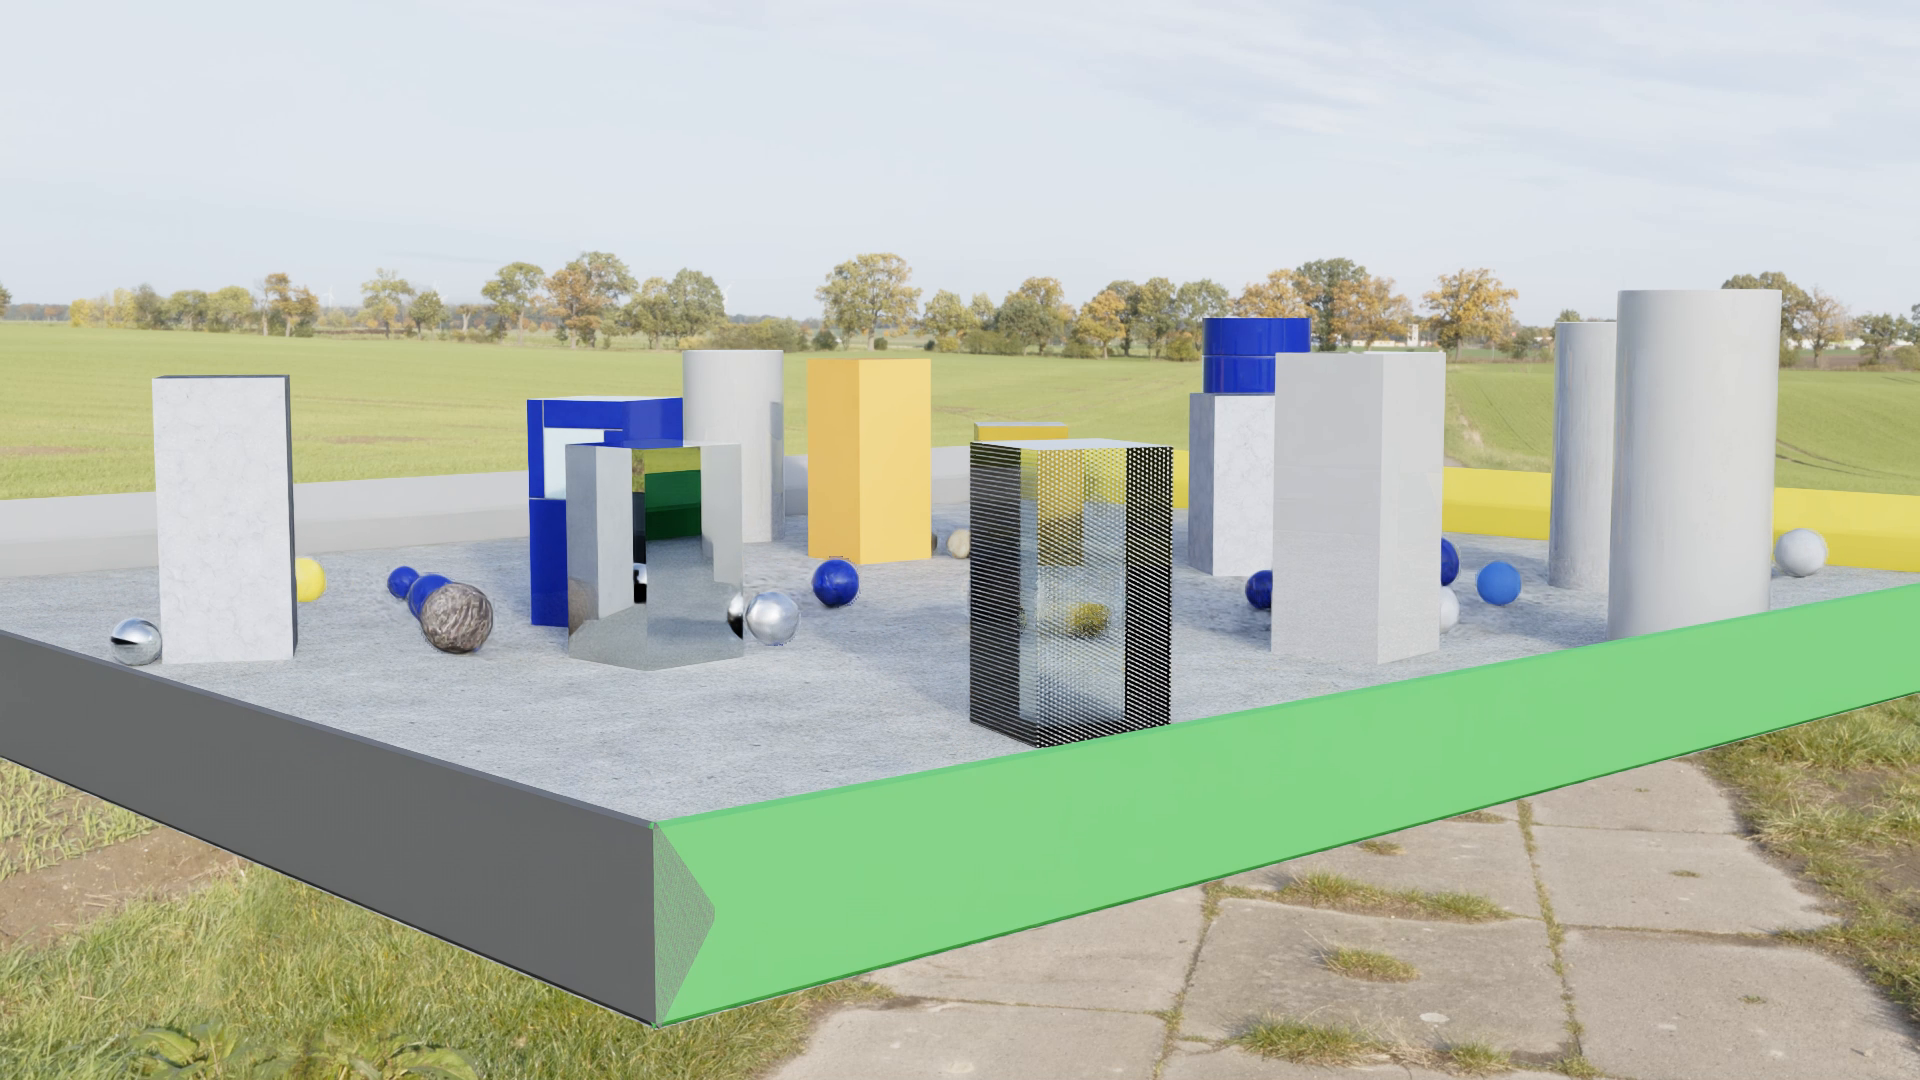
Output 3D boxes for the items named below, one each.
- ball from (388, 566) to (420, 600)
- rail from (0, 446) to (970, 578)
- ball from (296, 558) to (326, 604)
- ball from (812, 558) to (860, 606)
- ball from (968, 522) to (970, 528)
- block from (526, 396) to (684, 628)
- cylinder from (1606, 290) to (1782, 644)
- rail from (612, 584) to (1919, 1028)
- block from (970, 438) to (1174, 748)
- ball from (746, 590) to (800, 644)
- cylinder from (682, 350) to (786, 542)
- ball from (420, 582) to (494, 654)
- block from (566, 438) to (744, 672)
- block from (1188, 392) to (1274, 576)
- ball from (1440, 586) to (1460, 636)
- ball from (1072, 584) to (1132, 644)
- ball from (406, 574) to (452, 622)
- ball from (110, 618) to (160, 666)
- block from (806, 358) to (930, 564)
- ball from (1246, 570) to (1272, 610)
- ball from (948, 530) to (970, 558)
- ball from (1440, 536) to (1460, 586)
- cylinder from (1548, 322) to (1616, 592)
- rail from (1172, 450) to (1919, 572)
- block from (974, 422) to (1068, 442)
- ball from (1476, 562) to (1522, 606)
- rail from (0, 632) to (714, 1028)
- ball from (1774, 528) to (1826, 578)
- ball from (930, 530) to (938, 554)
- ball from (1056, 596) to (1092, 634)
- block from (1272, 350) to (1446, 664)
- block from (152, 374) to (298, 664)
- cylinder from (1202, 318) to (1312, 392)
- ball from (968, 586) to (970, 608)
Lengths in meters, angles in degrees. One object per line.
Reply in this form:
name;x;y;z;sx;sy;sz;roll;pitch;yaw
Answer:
ball;-0.859;0.066;3.401;0.052;0.052;0.052;0;6;0
rail;-0.886;-0.066;4.287;2.968;0.128;0.045;-5;8;-42
ball;-1.004;0.061;3.358;0.070;0.070;0.070;0;6;0
ball;-0.187;0.064;3.314;0.073;0.073;0.073;0;6;0
ball;0.045;-0.030;4.293;0.057;0.057;0.057;0;6;0
block;-0.505;-0.043;3.150;0.158;0.320;0.158;3;7;24
cylinder;0.937;-0.083;2.813;0.198;0.470;0.198;0;6;0
rail;0.886;0.133;2.377;2.968;0.128;0.045;-5;8;-42
block;0.116;0.050;2.333;0.158;0.304;0.158;-3;7;-25
ball;-0.242;0.100;2.845;0.070;0.070;0.070;0;6;0
cylinder;-0.443;-0.187;4.308;0.198;0.366;0.198;0;6;0
ball;-0.654;0.102;2.860;0.093;0.093;0.093;0;6;0
block;-0.391;0.014;2.818;0.158;0.275;0.158;5;8;42
block;0.490;-0.099;3.775;0.158;0.302;0.158;-1;6;-10
ball;0.650;0.096;3.018;0.071;0.071;0.071;0;6;0
ball;0.190;0.099;2.950;0.079;0.079;0.079;0;6;0
ball;-0.747;0.084;3.120;0.073;0.073;0.073;0;6;0
ball;-1.038;0.127;2.767;0.061;0.061;0.061;0;6;0
block;-0.164;-0.146;3.958;0.158;0.358;0.158;-5;8;-39
ball;0.455;0.075;3.274;0.061;0.061;0.061;0;6;0
ball;0.004;0.007;3.959;0.053;0.053;0.053;0;6;0
ball;0.748;0.036;3.493;0.091;0.091;0.091;0;6;0
cylinder;1.058;-0.138;3.552;0.198;0.425;0.198;0;6;0
rail;1.073;-0.069;4.317;0.045;0.128;2.660;-5;8;-42
block;0.108;-0.088;3.966;0.158;0.241;0.158;0;6;-3
ball;0.816;0.066;3.327;0.067;0.067;0.067;0;6;0
rail;-1.073;0.136;2.347;0.045;0.128;2.660;-5;8;-42
ball;1.404;0.022;3.676;0.082;0.082;0.082;0;6;0
ball;-0.065;0.003;4.017;0.050;0.050;0.050;0;6;0
ball;0.157;0.104;3.038;0.052;0.052;0.052;0;6;0
block;0.519;-0.048;2.865;0.158;0.390;0.158;5;8;41
block;-0.951;-0.032;2.856;0.158;0.360;0.158;-2;6;-14
cylinder;0.541;-0.191;4.031;0.198;0.431;0.198;0;6;0
ball;0.056;0.079;3.082;0.092;0.092;0.092;0;6;0
